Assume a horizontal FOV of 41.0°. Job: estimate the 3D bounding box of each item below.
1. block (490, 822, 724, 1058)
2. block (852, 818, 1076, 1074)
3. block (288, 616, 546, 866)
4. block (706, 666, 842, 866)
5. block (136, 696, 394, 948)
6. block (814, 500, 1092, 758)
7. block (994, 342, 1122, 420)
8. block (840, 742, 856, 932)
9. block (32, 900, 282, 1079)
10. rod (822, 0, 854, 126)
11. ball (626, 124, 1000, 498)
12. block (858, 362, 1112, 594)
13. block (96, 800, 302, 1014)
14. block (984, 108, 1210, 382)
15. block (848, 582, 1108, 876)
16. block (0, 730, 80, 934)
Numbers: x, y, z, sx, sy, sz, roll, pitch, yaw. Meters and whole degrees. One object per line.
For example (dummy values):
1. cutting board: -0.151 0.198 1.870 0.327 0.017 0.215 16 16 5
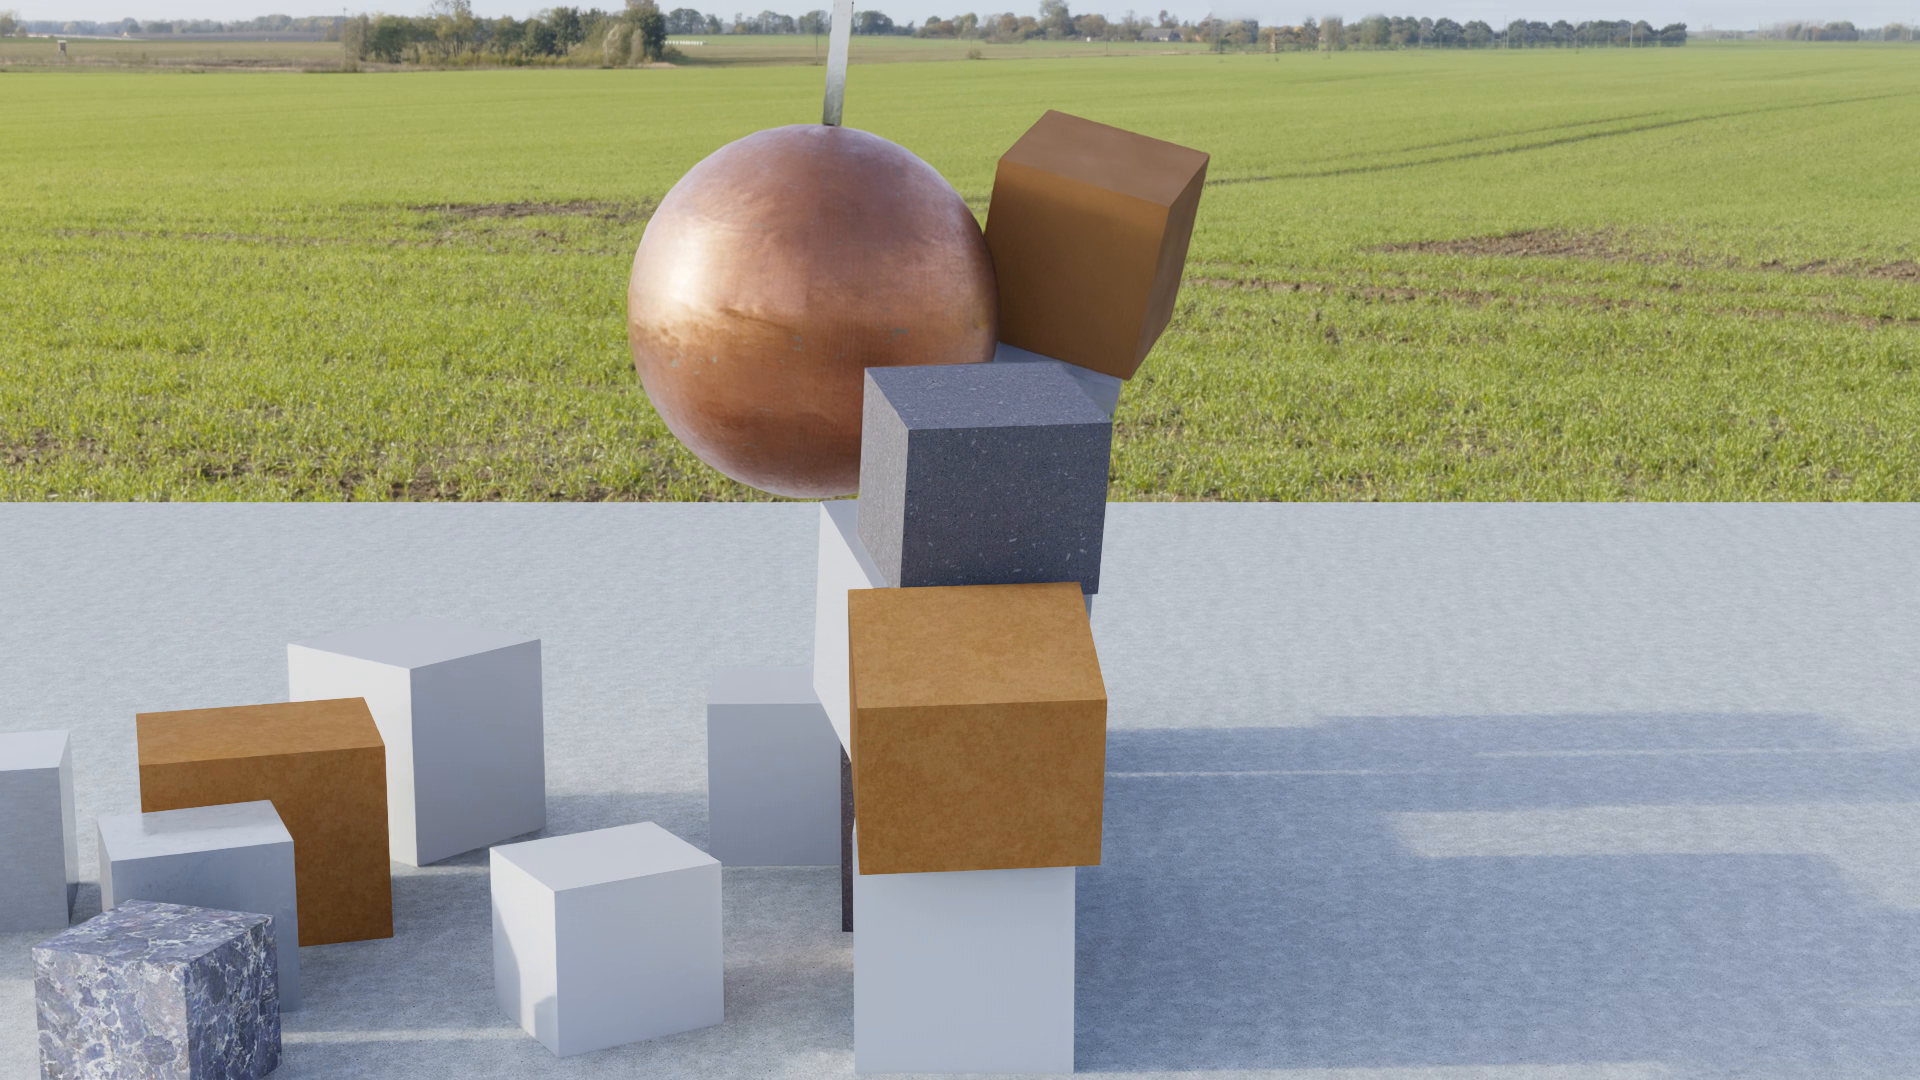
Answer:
1. block: -1.329 1.485 9.646 0.663 0.627 0.621 -6 12 -31
2. block: 0.015 1.387 9.448 0.779 0.890 0.816 0 10 0
3. block: -2.530 0.916 11.985 0.853 0.909 0.786 8 13 37
4. block: -0.791 1.030 11.804 0.684 0.751 0.724 0 10 -2
5. block: -2.925 1.188 10.755 0.953 0.814 0.880 -3 11 -18
6. block: -0.047 0.360 9.896 0.841 0.804 0.857 -3 23 -16
7. block: 0.373 -0.555 11.748 0.630 0.754 0.602 13 29 2
8. block: -0.052 1.023 10.991 0.890 1.055 0.904 0 10 -1
9. block: -2.803 1.639 8.992 0.601 0.558 0.552 3 11 17
10. rod: -0.271 -4.305 10.398 0.080 5.200 0.080 6 10 -1
11. ball: -0.625 -0.978 11.003 1.600 1.600 1.600 0 10 0
12. block: 0.076 -0.220 9.395 0.745 0.662 0.669 -3 23 -15
13. block: -2.919 1.430 9.831 0.654 0.668 0.605 -4 11 -23
14. block: 0.580 -1.343 11.580 0.777 0.835 0.801 18 29 11
15. block: 0.042 0.645 8.940 0.826 0.677 0.770 -2 29 -4
16. block: -4.063 1.232 10.855 0.561 0.691 0.642 -3 11 -15
